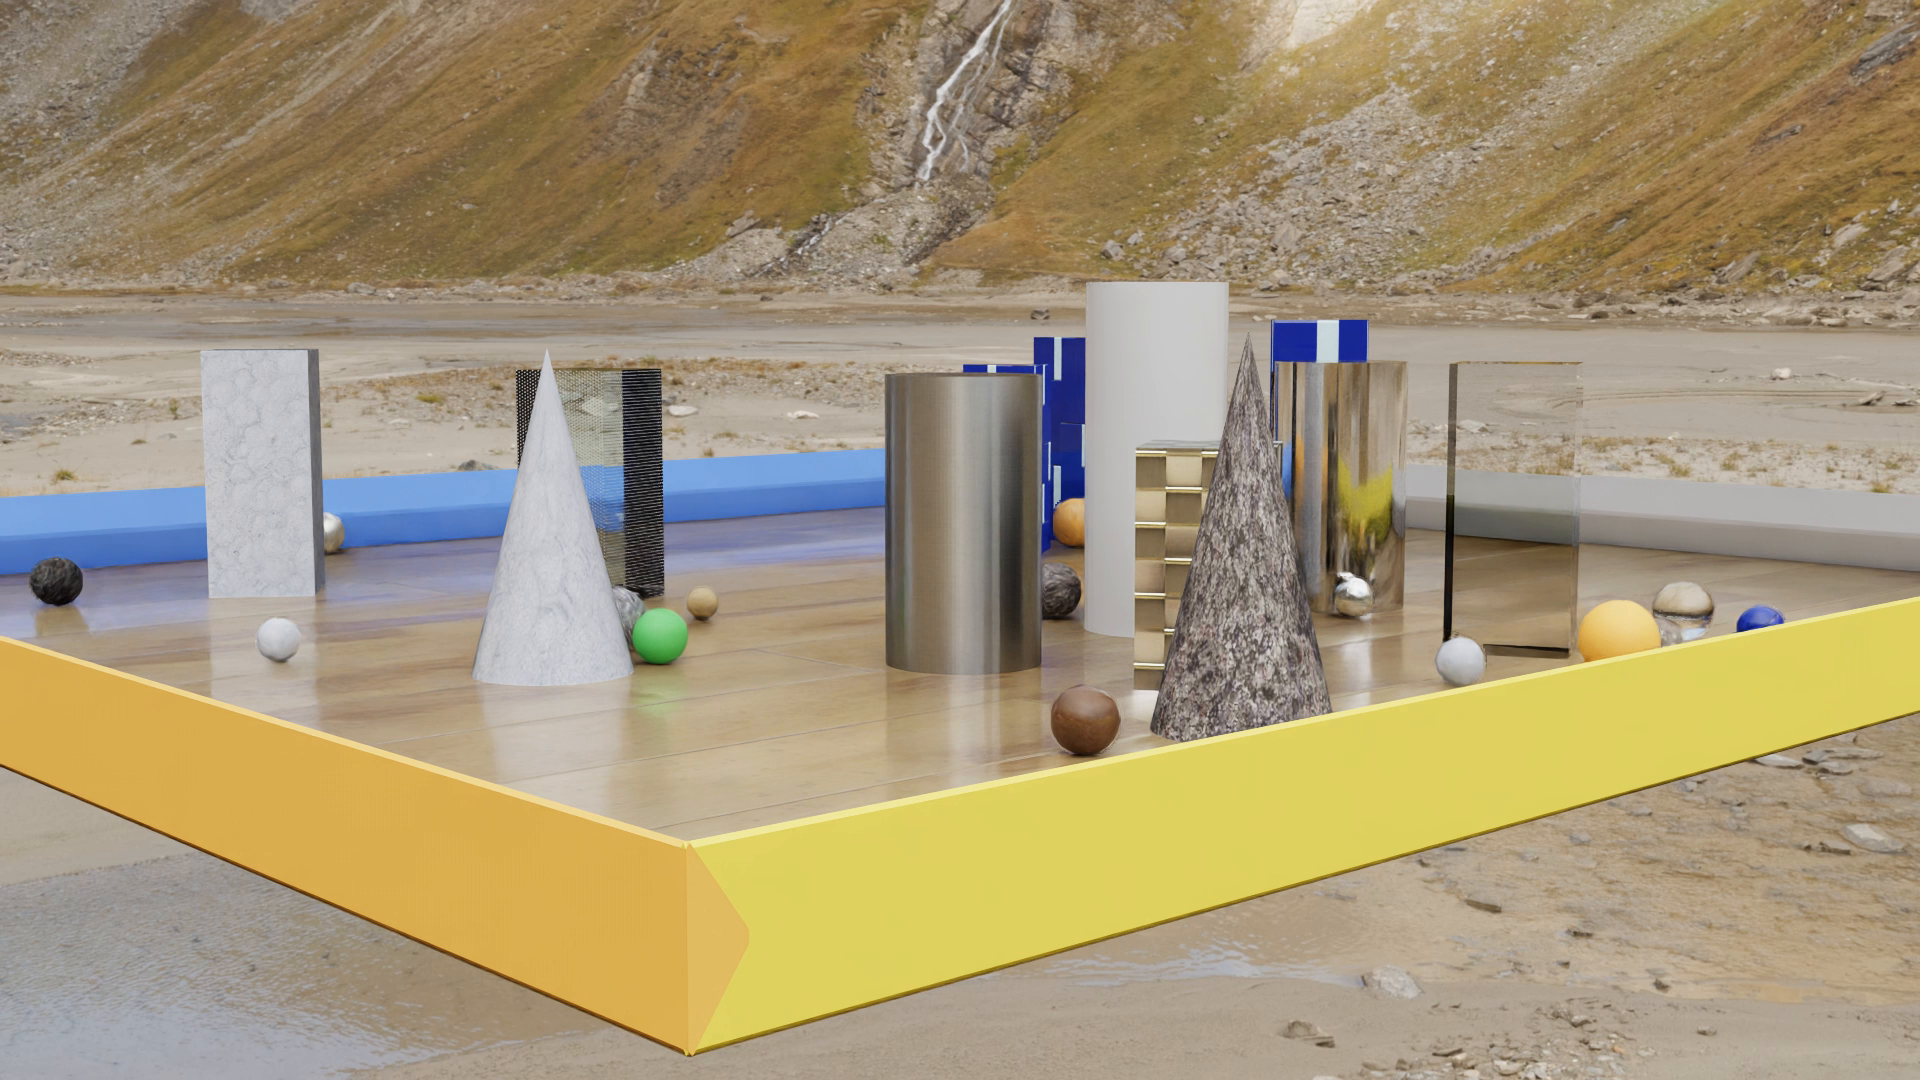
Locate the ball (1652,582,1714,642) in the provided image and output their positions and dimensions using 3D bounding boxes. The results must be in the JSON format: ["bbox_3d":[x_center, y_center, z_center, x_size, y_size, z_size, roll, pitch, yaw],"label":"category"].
[{"bbox_3d":[0.977,0.096,2.971,0.081,0.081,0.081,0,6,0],"label":"ball"}]

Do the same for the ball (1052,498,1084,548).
[{"bbox_3d":[0.221,-0.033,4.155,0.093,0.093,0.093,0,6,0],"label":"ball"}]

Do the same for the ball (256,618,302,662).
[{"bbox_3d":[-0.868,0.127,2.803,0.055,0.055,0.055,0,6,0],"label":"ball"}]

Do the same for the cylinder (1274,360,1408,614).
[{"bbox_3d":[0.573,-0.085,3.320,0.198,0.369,0.198,0,6,0],"label":"cylinder"}]

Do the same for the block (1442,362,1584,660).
[{"bbox_3d":[0.730,-0.045,2.898,0.159,0.376,0.159,2,6,19],"label":"block"}]

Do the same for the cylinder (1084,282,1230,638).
[{"bbox_3d":[0.273,-0.116,3.072,0.198,0.483,0.198,0,6,0],"label":"cylinder"}]

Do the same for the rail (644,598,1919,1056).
[{"bbox_3d":[0.923,0.137,2.337,2.998,0.129,0.045,-5,8,-42],"label":"rail"}]

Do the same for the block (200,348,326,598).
[{"bbox_3d":[-1.103,-0.110,3.490,0.159,0.383,0.159,-1,6,-10],"label":"block"}]

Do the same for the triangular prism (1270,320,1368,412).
[{"bbox_3d":[0.652,-0.191,4.050,0.172,0.428,0.149,0,6,4],"label":"triangular prism"}]

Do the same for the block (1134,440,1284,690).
[{"bbox_3d":[0.299,0.028,2.635,0.159,0.286,0.159,1,6,12],"label":"block"}]

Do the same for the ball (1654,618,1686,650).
[{"bbox_3d":[0.863,0.130,2.721,0.066,0.066,0.066,0,6,0],"label":"ball"}]

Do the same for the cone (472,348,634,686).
[{"bbox_3d":[-0.503,-0.036,2.698,0.198,0.400,0.198,0,6,0],"label":"cone"}]

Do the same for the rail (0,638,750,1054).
[{"bbox_3d":[-1.084,0.137,2.337,0.045,0.129,2.770,-5,8,-42],"label":"rail"}]

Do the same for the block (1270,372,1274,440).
[{"bbox_3d":[0.616,-0.102,3.598,0.159,0.344,0.159,-2,6,-21],"label":"block"}]

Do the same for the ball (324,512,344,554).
[{"bbox_3d":[-1.168,-0.013,4.029,0.079,0.079,0.079,0,6,0],"label":"ball"}]

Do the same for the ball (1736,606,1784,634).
[{"bbox_3d":[1.047,0.117,2.875,0.061,0.061,0.061,0,6,0],"label":"ball"}]

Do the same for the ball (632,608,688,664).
[{"bbox_3d":[-0.379,0.121,2.782,0.070,0.070,0.070,0,6,0],"label":"ball"}]

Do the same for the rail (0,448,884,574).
[{"bbox_3d":[-0.923,-0.070,4.327,2.998,0.129,0.045,-5,8,-42],"label":"rail"}]

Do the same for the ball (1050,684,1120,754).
[{"bbox_3d":[0.125,0.181,2.212,0.071,0.071,0.071,0,6,0],"label":"ball"}]

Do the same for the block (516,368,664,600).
[{"bbox_3d":[-0.570,-0.086,3.399,0.159,0.355,0.159,3,7,25],"label":"block"}]

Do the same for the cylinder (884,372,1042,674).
[{"bbox_3d":[0.005,-0.026,2.776,0.198,0.365,0.198,0,6,0],"label":"cylinder"}]

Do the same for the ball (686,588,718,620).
[{"bbox_3d":[-0.373,0.092,3.182,0.046,0.046,0.046,0,6,0],"label":"ball"}]

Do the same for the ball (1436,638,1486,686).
[{"bbox_3d":[0.595,0.145,2.618,0.058,0.058,0.058,0,6,0],"label":"ball"}]

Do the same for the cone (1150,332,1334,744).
[{"bbox_3d":[0.302,-0.009,2.324,0.198,0.425,0.198,0,6,0],"label":"cone"}]

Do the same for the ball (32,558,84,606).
[{"bbox_3d":[-1.366,0.063,3.328,0.074,0.074,0.074,0,6,0],"label":"ball"}]

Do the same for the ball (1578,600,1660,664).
[{"bbox_3d":[0.799,0.121,2.665,0.096,0.096,0.096,0,6,0],"label":"ball"}]

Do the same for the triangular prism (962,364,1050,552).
[{"bbox_3d":[0.119,-0.152,4.077,0.172,0.346,0.149,5,8,40],"label":"triangular prism"}]

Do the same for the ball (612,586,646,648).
[{"bbox_3d":[-0.453,0.103,2.888,0.084,0.084,0.084,0,6,0],"label":"ball"}]

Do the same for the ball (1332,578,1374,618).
[{"bbox_3d":[0.572,0.083,3.202,0.059,0.059,0.059,0,6,0],"label":"ball"}]

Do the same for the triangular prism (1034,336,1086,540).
[{"bbox_3d":[0.257,-0.199,4.299,0.172,0.393,0.149,5,8,42],"label":"triangular prism"}]

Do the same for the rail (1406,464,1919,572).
[{"bbox_3d":[1.084,-0.070,4.327,0.045,0.129,2.770,-5,8,-42],"label":"rail"}]

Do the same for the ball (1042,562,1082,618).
[{"bbox_3d":[0.136,0.073,3.195,0.081,0.081,0.081,0,6,0],"label":"ball"}]
